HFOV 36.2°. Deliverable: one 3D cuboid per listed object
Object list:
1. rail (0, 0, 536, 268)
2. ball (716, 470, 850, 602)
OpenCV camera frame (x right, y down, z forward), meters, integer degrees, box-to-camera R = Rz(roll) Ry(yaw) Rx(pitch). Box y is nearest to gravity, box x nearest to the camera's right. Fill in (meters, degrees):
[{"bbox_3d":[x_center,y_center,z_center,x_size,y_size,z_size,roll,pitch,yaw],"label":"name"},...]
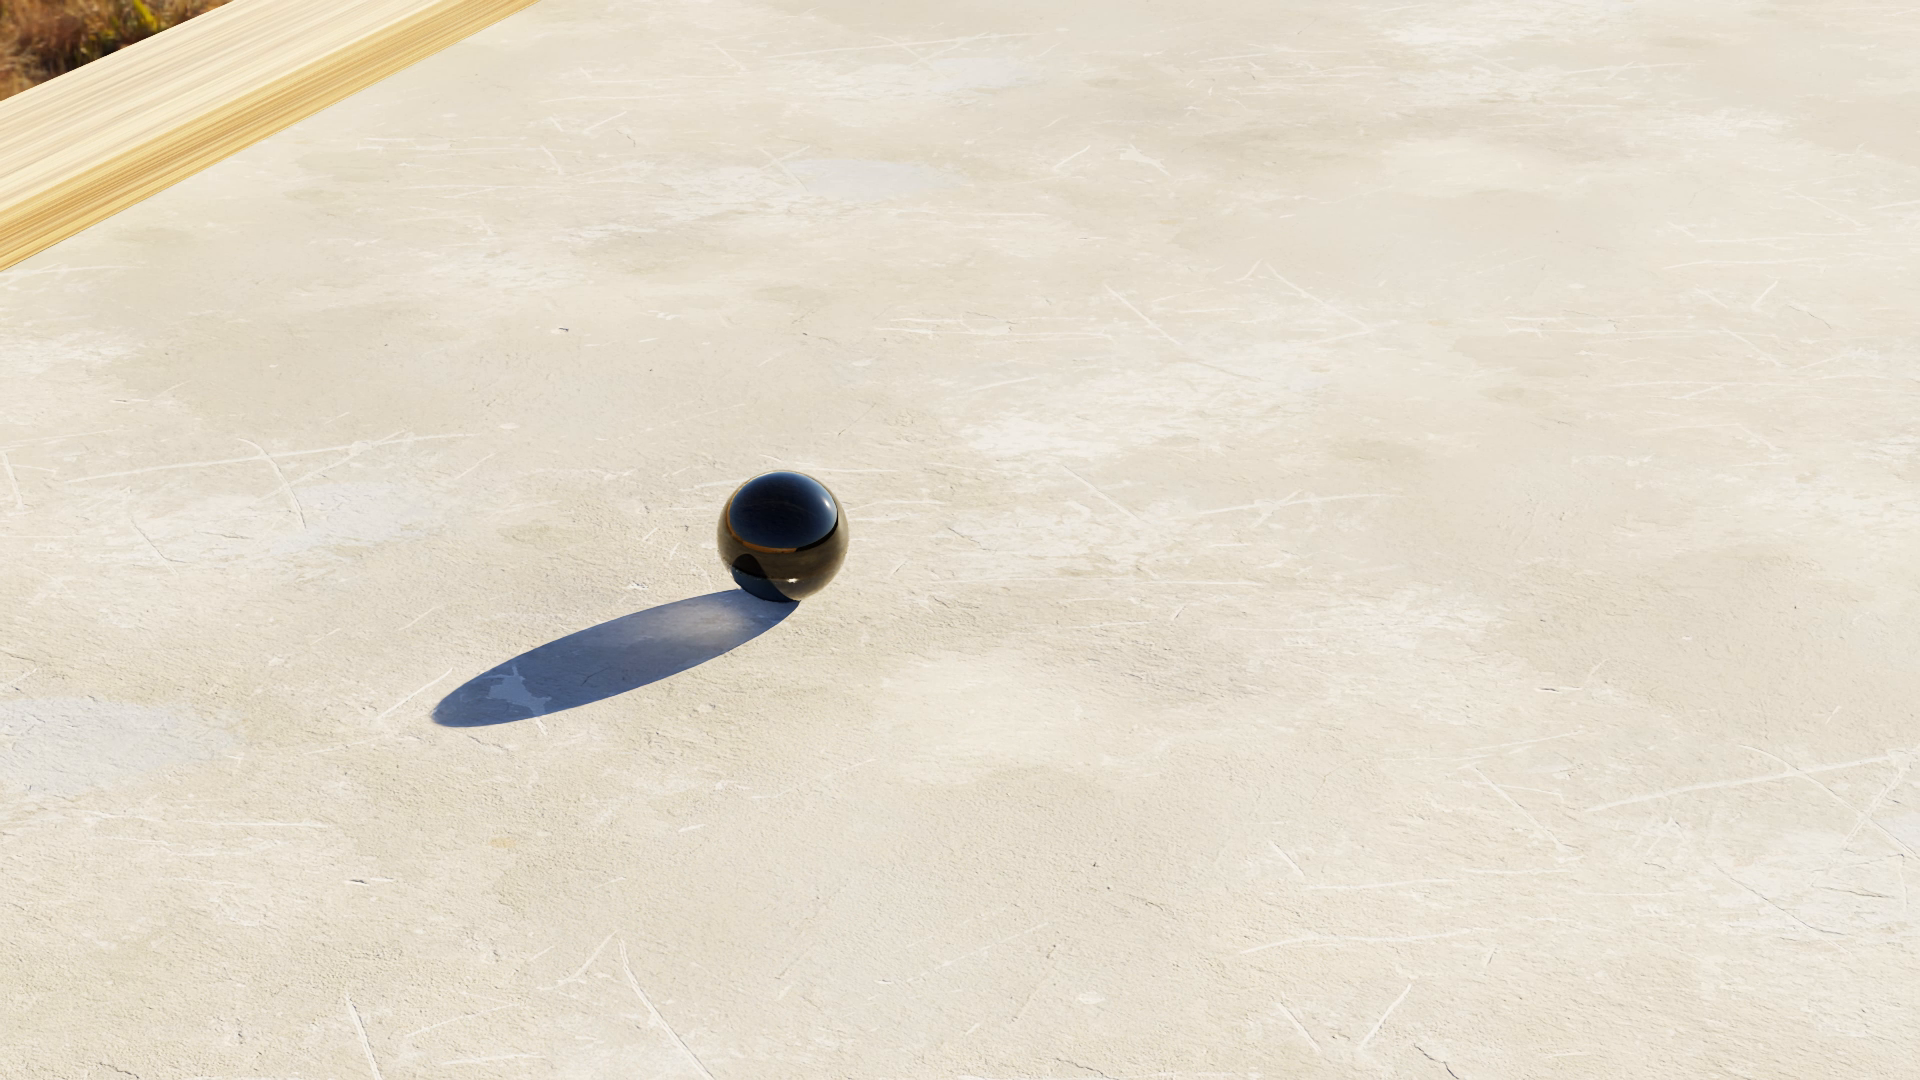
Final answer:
[{"bbox_3d":[-0.440,-0.539,2.774,0.045,0.125,3.470,11,29,21],"label":"rail"},{"bbox_3d":[-0.106,-0.002,1.759,0.080,0.080,0.080,0,27,0],"label":"ball"}]
